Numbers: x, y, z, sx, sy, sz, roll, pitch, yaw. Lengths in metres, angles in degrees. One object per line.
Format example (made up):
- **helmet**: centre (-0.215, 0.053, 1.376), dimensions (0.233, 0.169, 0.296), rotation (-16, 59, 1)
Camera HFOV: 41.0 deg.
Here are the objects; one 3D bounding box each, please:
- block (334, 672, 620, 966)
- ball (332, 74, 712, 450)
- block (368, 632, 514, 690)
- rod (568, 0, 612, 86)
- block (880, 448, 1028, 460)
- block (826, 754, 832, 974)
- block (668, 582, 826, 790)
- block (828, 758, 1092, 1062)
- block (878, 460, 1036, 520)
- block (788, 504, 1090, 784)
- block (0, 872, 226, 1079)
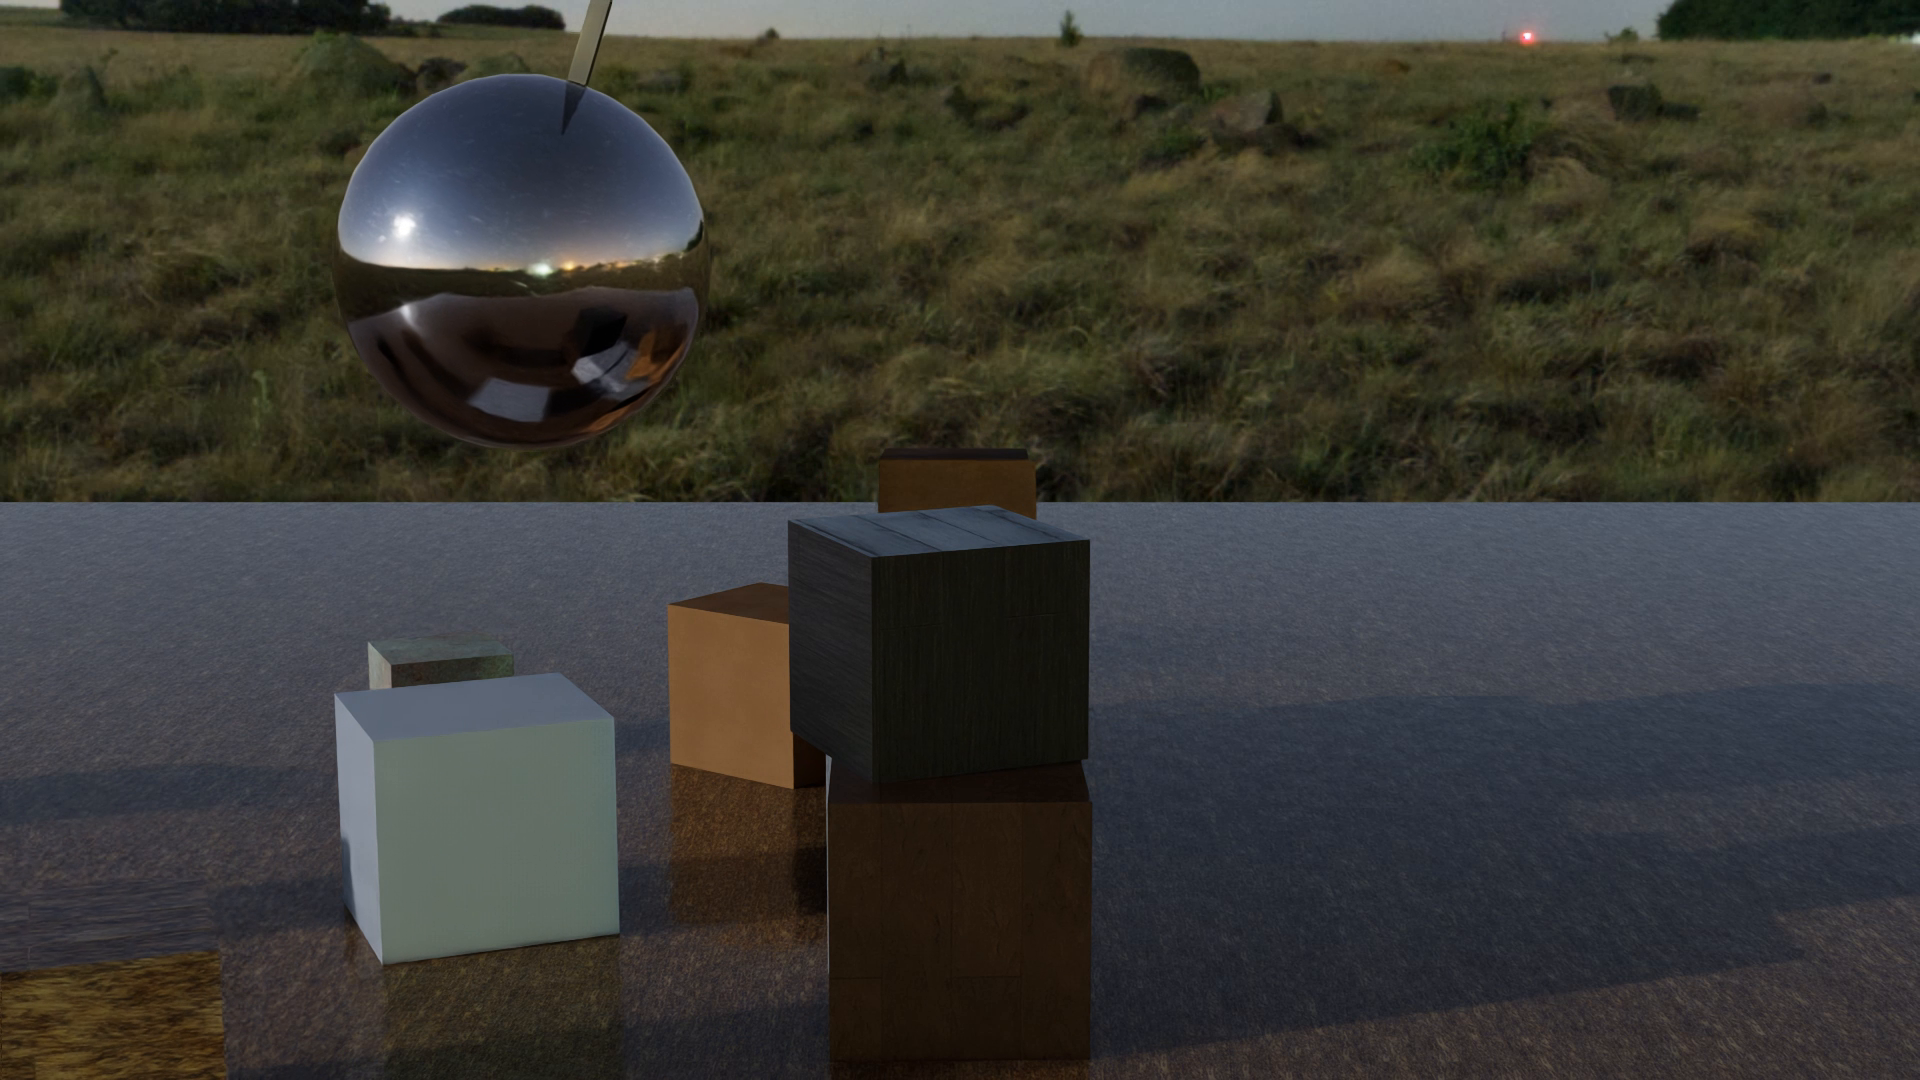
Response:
- **block**: centre (-2.028, 1.138, 10.735), dimensions (0.974, 0.920, 0.875), rotation (-4, 11, -23)
- **ball**: centre (-1.863, -1.182, 10.965), dimensions (1.600, 1.600, 1.600), rotation (0, 10, 0)
- **block**: centre (-2.684, 0.843, 13.296), dimensions (0.626, 0.585, 0.595), rotation (-4, 11, -23)
- **rod**: centre (-0.808, -4.362, 10.387), dimensions (0.080, 5.200, 0.080), rotation (18, 10, -3)
- **block**: centre (-0.025, -0.061, 12.537), dimensions (0.707, 0.720, 0.756), rotation (0, 6, 1)
- **block**: centre (-0.047, 1.176, 10.485), dimensions (0.981, 0.934, 0.843), rotation (0, 10, -2)
- **block**: centre (-0.944, 0.732, 13.206), dimensions (0.833, 0.835, 0.723), rotation (8, 13, 36)
- **block**: centre (-0.011, 1.321, 9.609), dimensions (0.936, 0.963, 0.923), rotation (0, 10, -1)
- **block**: centre (-0.011, 0.156, 11.546), dimensions (0.703, 0.661, 0.820), rotation (0, 40, 0)
- **block**: centre (-0.092, 0.373, 9.787), dimensions (0.876, 0.839, 0.854), rotation (-5, 11, -24)
- **block**: centre (-2.933, 1.630, 8.512), dimensions (0.902, 0.746, 0.857), rotation (-4, 11, -19)
